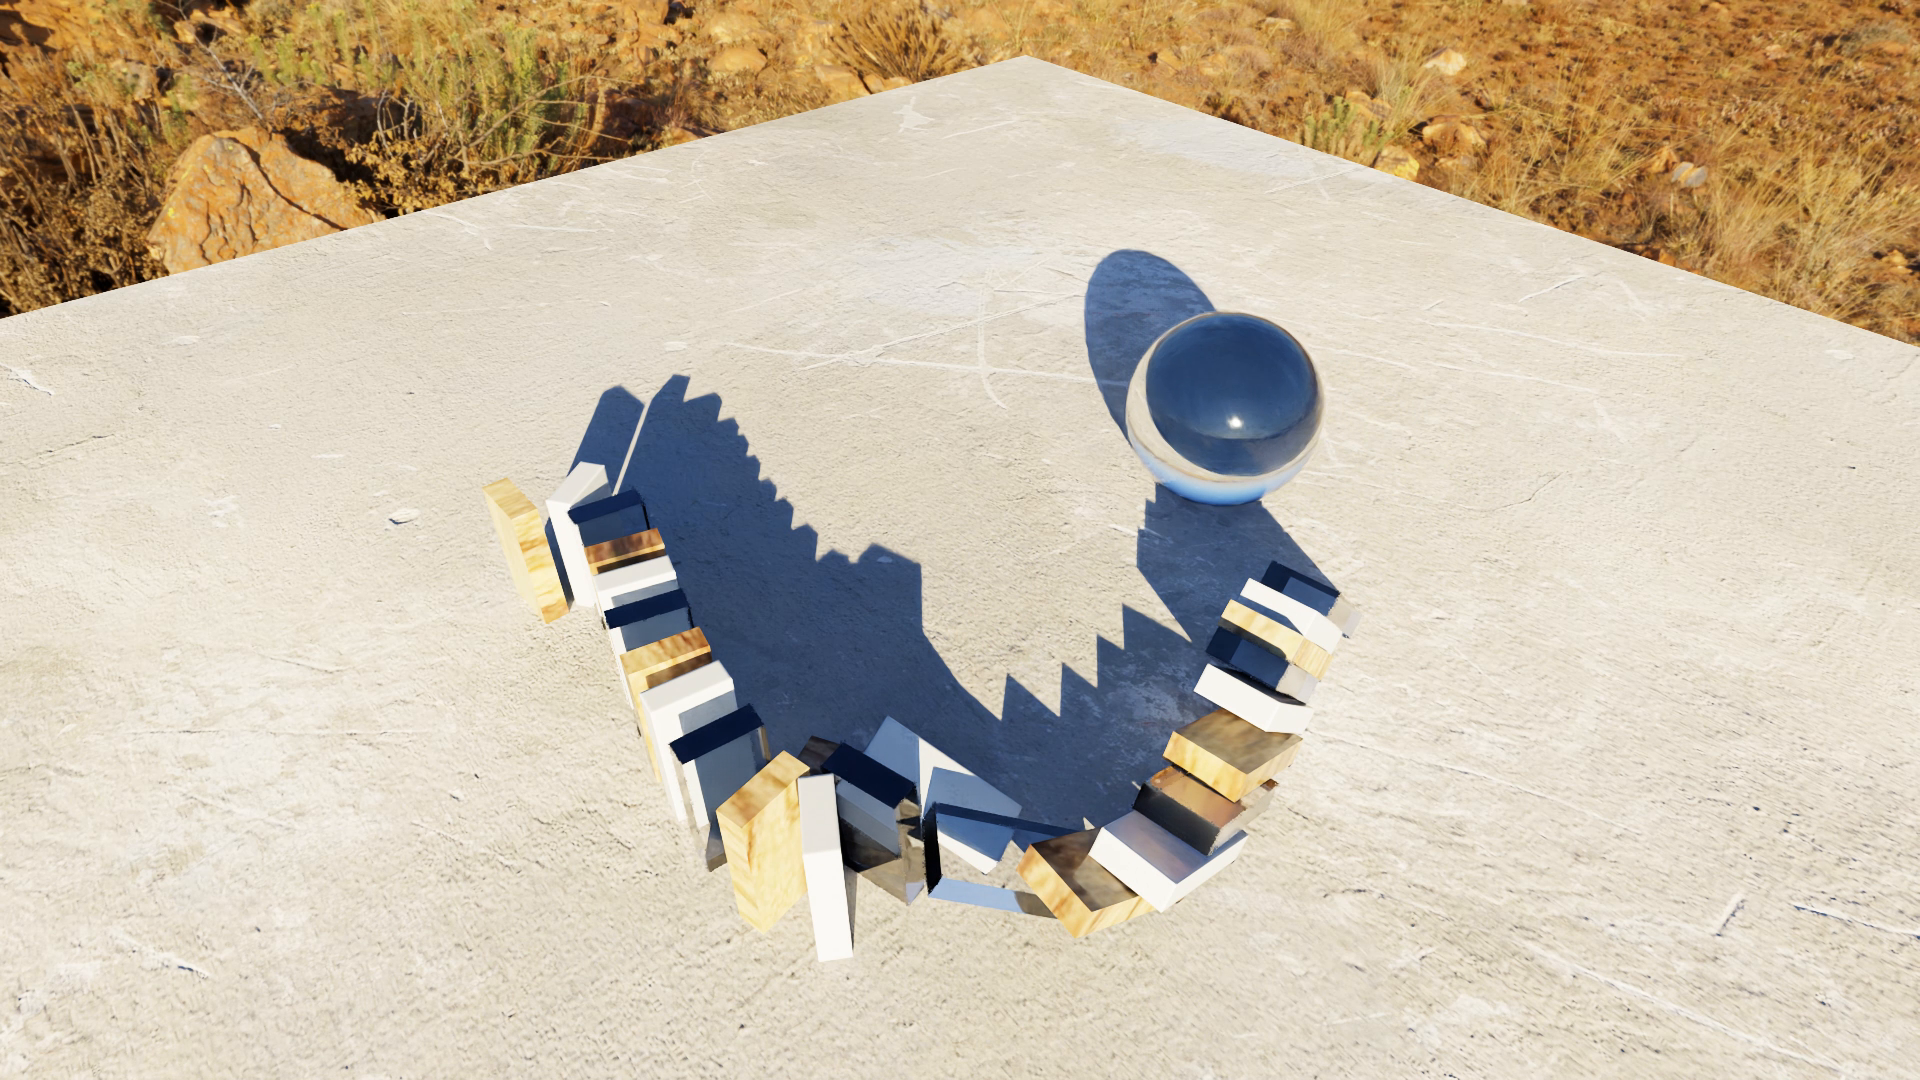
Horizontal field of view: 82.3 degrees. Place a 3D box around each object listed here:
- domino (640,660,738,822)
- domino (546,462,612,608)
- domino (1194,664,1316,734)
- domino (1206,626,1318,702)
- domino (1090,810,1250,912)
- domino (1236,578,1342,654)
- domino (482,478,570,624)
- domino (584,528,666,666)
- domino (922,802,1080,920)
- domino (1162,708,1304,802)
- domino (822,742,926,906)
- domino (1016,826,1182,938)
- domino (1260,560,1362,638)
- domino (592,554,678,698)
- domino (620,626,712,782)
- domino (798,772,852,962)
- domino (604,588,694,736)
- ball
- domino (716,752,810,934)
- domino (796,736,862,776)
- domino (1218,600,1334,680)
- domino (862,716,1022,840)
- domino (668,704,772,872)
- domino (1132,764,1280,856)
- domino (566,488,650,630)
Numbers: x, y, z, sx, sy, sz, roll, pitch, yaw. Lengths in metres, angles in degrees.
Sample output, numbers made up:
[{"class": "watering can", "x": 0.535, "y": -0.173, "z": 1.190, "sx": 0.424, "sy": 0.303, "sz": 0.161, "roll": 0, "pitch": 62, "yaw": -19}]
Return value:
[{"class": "domino", "x": -0.080, "y": 0.062, "z": 0.336, "sx": 0.025, "sy": 0.050, "sz": 0.010, "roll": -23, "pitch": 44, "yaw": -25}, {"class": "domino", "x": -0.139, "y": -0.001, "z": 0.413, "sx": 0.010, "sy": 0.050, "sz": 0.025, "roll": 9, "pitch": 40, "yaw": 11}, {"class": "domino", "x": 0.096, "y": 0.052, "z": 0.356, "sx": 0.025, "sy": 0.009, "sz": 0.050, "roll": 29, "pitch": 5, "yaw": 31}, {"class": "domino", "x": 0.102, "y": 0.042, "z": 0.366, "sx": 0.025, "sy": 0.050, "sz": 0.009, "roll": 29, "pitch": 92, "yaw": 31}, {"class": "domino", "x": 0.061, "y": 0.088, "z": 0.318, "sx": 0.025, "sy": 0.009, "sz": 0.050, "roll": 34, "pitch": 22, "yaw": 30}, {"class": "domino", "x": 0.116, "y": 0.027, "z": 0.384, "sx": 0.025, "sy": 0.050, "sz": 0.010, "roll": 29, "pitch": 92, "yaw": 31}, {"class": "domino", "x": -0.160, "y": 0.004, "z": 0.406, "sx": 0.009, "sy": 0.050, "sz": 0.025, "roll": -29, "pitch": 48, "yaw": -31}, {"class": "domino", "x": -0.113, "y": 0.021, "z": 0.385, "sx": 0.025, "sy": 0.050, "sz": 0.010, "roll": -17, "pitch": 42, "yaw": -20}, {"class": "domino", "x": 0.015, "y": 0.093, "z": 0.315, "sx": 0.050, "sy": 0.009, "sz": 0.025, "roll": 16, "pitch": 35, "yaw": -19}, {"class": "domino", "x": 0.087, "y": 0.065, "z": 0.346, "sx": 0.025, "sy": 0.009, "sz": 0.050, "roll": 29, "pitch": 20, "yaw": 31}, {"class": "domino", "x": -0.024, "y": 0.081, "z": 0.312, "sx": 0.025, "sy": 0.050, "sz": 0.010, "roll": 24, "pitch": 50, "yaw": 26}, {"class": "domino", "x": 0.042, "y": 0.094, "z": 0.310, "sx": 0.050, "sy": 0.009, "sz": 0.025, "roll": 3, "pitch": 30, "yaw": -46}, {"class": "domino", "x": 0.126, "y": 0.022, "z": 0.391, "sx": 0.025, "sy": 0.050, "sz": 0.009, "roll": 29, "pitch": 92, "yaw": 31}, {"class": "domino", "x": -0.106, "y": 0.030, "z": 0.375, "sx": 0.025, "sy": 0.050, "sz": 0.009, "roll": -16, "pitch": 42, "yaw": -19}, {"class": "domino", "x": -0.089, "y": 0.053, "z": 0.347, "sx": 0.025, "sy": 0.050, "sz": 0.010, "roll": -20, "pitch": 43, "yaw": -22}, {"class": "domino", "x": -0.037, "y": 0.090, "z": 0.301, "sx": 0.009, "sy": 0.050, "sz": 0.025, "roll": -6, "pitch": 40, "yaw": -7}, {"class": "domino", "x": -0.099, "y": 0.041, "z": 0.362, "sx": 0.025, "sy": 0.050, "sz": 0.010, "roll": -17, "pitch": 42, "yaw": -20}, {"class": "ball", "x": 0.109, "y": -0.054, "z": 0.453, "sx": 0.080, "sy": 0.080, "sz": 0.080, "roll": 0, "pitch": 39, "yaw": 0}, {"class": "domino", "x": -0.052, "y": 0.085, "z": 0.308, "sx": 0.009, "sy": 0.050, "sz": 0.025, "roll": 26, "pitch": 46, "yaw": 28}, {"class": "domino", "x": -0.030, "y": 0.080, "z": 0.345, "sx": 0.050, "sy": 0.010, "sz": 0.025, "roll": 14, "pitch": 41, "yaw": 17}, {"class": "domino", "x": 0.108, "y": 0.035, "z": 0.375, "sx": 0.025, "sy": 0.050, "sz": 0.010, "roll": 29, "pitch": 92, "yaw": 34}, {"class": "domino", "x": -0.008, "y": 0.078, "z": 0.331, "sx": 0.050, "sy": 0.010, "sz": 0.025, "roll": 34, "pitch": 44, "yaw": 0}, {"class": "domino", "x": -0.068, "y": 0.073, "z": 0.322, "sx": 0.025, "sy": 0.050, "sz": 0.010, "roll": -24, "pitch": 45, "yaw": -27}, {"class": "domino", "x": 0.075, "y": 0.077, "z": 0.331, "sx": 0.025, "sy": 0.010, "sz": 0.050, "roll": 29, "pitch": 20, "yaw": 29}, {"class": "domino", "x": -0.125, "y": 0.008, "z": 0.402, "sx": 0.025, "sy": 0.050, "sz": 0.009, "roll": -21, "pitch": 44, "yaw": -24}]
